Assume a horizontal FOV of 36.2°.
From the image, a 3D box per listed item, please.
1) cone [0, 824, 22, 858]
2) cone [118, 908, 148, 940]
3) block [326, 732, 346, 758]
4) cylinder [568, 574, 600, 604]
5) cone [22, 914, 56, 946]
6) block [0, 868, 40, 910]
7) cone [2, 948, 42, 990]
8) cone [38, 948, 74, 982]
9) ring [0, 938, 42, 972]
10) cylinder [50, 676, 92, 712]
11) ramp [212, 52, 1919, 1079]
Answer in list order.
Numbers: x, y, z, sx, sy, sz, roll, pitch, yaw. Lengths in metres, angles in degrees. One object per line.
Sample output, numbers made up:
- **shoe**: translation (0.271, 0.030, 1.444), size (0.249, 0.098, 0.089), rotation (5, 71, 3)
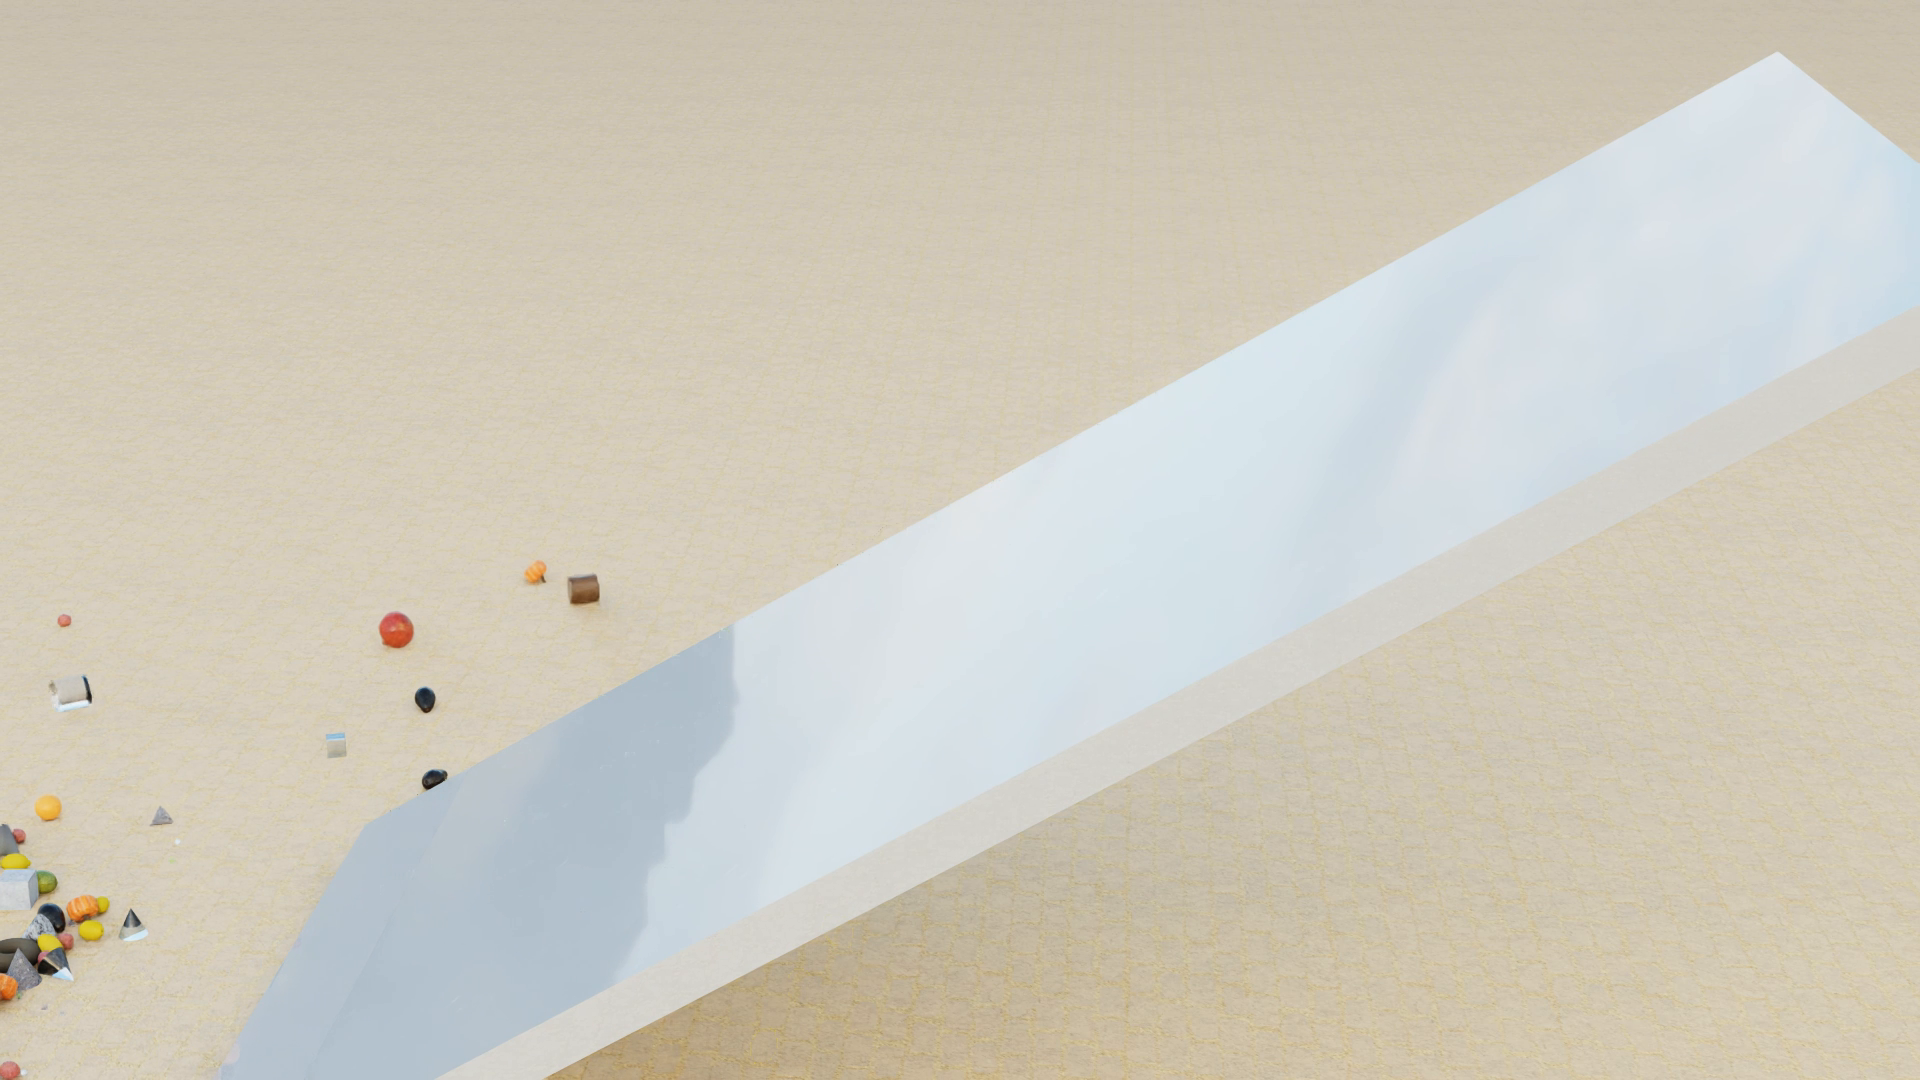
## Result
- **cone**: translation (-2.474, 0.804, 7.653), size (0.093, 0.093, 0.093), rotation (33, 28, 11)
- **cone**: translation (-2.033, 0.935, 7.220), size (0.072, 0.072, 0.072), rotation (0, 19, 0)
- **block**: translation (-1.759, 0.579, 8.295), size (0.052, 0.052, 0.052), rotation (-5, 19, -13)
- **cylinder**: translation (-1.213, 0.160, 9.473), size (0.088, 0.088, 0.088), rotation (-6, 20, -17)
- **cone**: translation (-2.266, 0.969, 7.171), size (0.086, 0.086, 0.086), rotation (-26, 17, 7)
- **block**: translation (-2.364, 0.877, 7.382), size (0.077, 0.077, 0.077), rotation (0, 19, -1)
- **cone**: translation (-2.230, 1.007, 6.977), size (0.092, 0.092, 0.092), rotation (0, 19, 0)
- **cone**: translation (-2.138, 1.027, 7.006), size (0.081, 0.081, 0.081), rotation (37, 32, 17)
- **ring**: translation (-2.279, 0.999, 7.075), size (0.135, 0.045, 0.135), rotation (0, 17, 0)
- **cylinder**: translation (-2.603, 0.451, 8.611), size (0.092, 0.092, 0.092), rotation (-12, 22, -31)
- **ramp**: translation (0.142, 0.168, 6.286), size (4.000, 0.100, 2.000), rotation (-29, 15, 12)
